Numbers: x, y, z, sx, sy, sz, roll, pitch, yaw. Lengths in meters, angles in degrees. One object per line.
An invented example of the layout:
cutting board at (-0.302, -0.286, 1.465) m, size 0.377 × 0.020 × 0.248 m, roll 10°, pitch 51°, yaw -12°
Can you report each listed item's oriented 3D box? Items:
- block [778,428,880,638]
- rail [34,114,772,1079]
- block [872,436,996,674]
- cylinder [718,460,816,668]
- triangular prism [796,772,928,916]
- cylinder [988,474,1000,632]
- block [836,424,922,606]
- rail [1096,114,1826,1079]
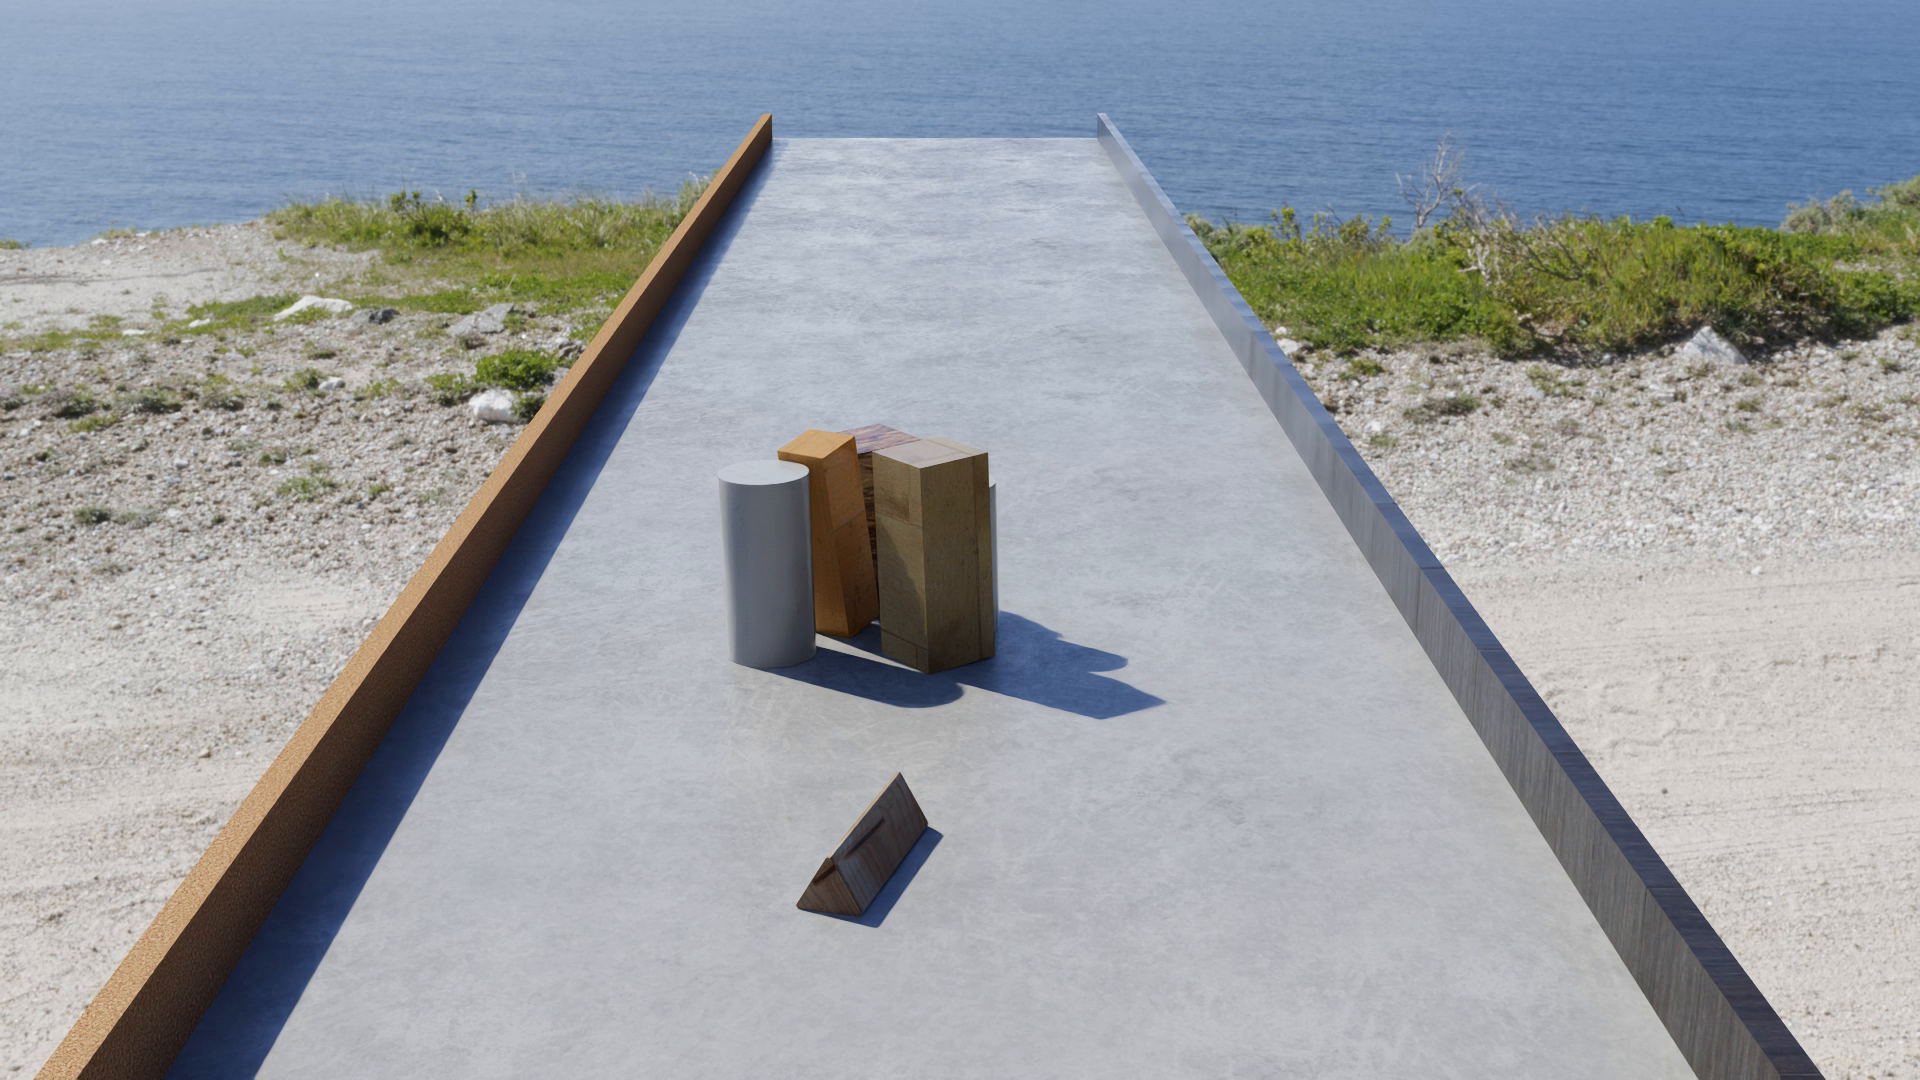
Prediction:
block at (-0.268, -0.012, 4.519) m, size 0.113 × 0.411 × 0.113 m, roll 10°, pitch 31°, yaw 31°
rail at (-1.118, -0.838, 7.780) m, size 0.050 × 0.150 × 12.000 m, roll 0°, pitch 17°, yaw -1°
block at (-0.051, 0.029, 4.375) m, size 0.164 × 0.424 × 0.164 m, roll -15°, pitch 22°, yaw -34°
cylinder at (-0.384, 0.047, 4.395) m, size 0.180 × 0.380 × 0.180 m, roll -1°, pitch 18°, yaw 0°
triangular prism at (-0.150, 0.472, 3.475) m, size 0.103 × 0.090 × 0.349 m, roll 5°, pitch 17°, yaw 15°
cylinder at (0.017, 0.031, 4.543) m, size 0.123 × 0.322 × 0.123 m, roll -1°, pitch 21°, yaw 1°
block at (-0.193, -0.043, 4.726) m, size 0.177 × 0.361 × 0.177 m, roll -13°, pitch 21°, yaw -31°
rail at (0.932, -0.844, 7.801) m, size 0.050 × 0.150 × 12.000 m, roll 0°, pitch 17°, yaw -1°
